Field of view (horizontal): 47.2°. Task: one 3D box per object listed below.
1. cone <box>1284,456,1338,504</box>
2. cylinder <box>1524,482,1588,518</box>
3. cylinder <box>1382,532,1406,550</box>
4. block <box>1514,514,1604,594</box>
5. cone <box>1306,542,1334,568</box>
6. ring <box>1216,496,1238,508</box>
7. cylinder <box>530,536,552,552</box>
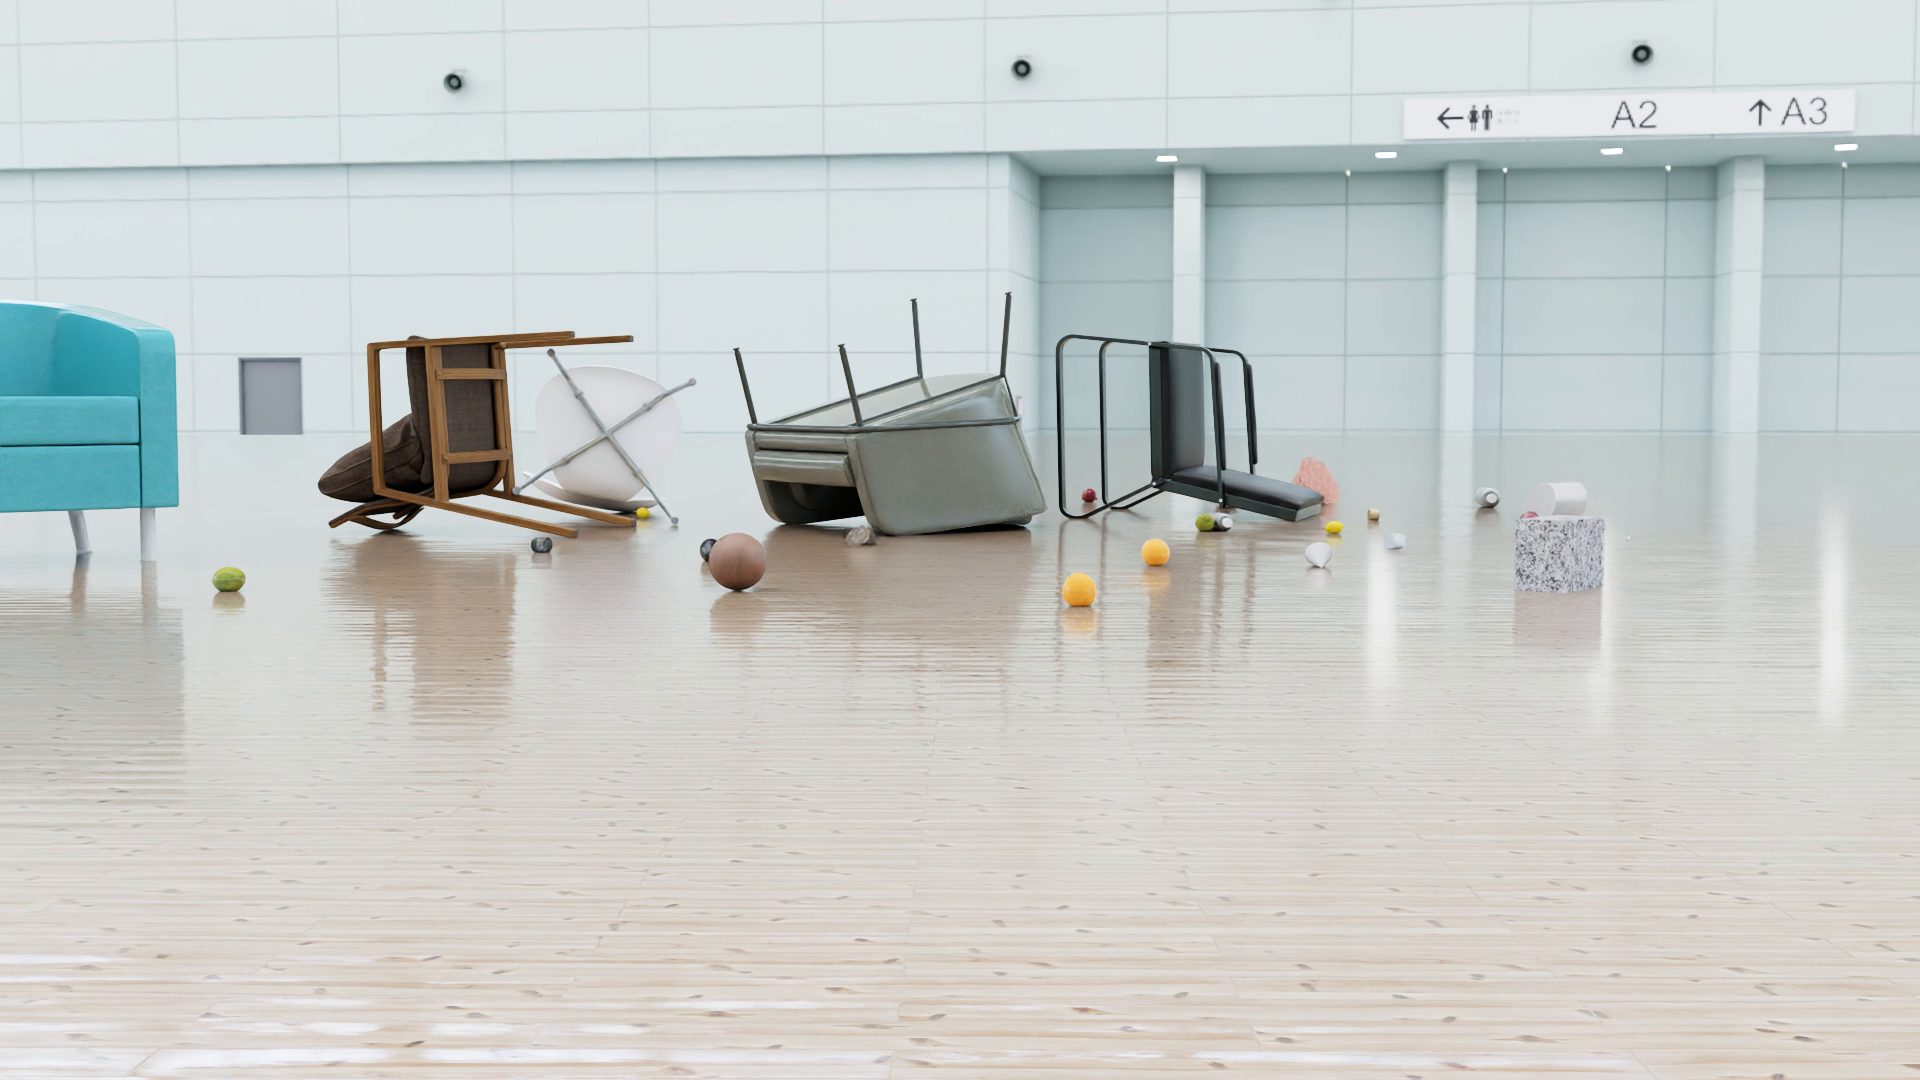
[{"bbox_3d":[1.341,-0.191,8.647,0.203,0.212,0.206,-35,9,43],"label":"cone"},{"bbox_3d":[1.956,-0.118,7.218,0.134,0.125,0.166,-2,-36,-27],"label":"cylinder"},{"bbox_3d":[1.221,0.002,6.182,0.046,0.045,0.049,-4,22,-42],"label":"cylinder"},{"bbox_3d":[1.353,0.029,4.959,0.117,0.158,0.221,3,5,38],"label":"block"},{"bbox_3d":[0.910,0.053,5.553,0.071,0.064,0.093,-11,26,12],"label":"cone"},{"bbox_3d":[1.010,-0.142,8.329,0.085,0.040,0.166,-1,3,-1],"label":"ring"},{"bbox_3d":[-1.150,0.013,6.047,0.040,0.043,0.044,2,-13,26],"label":"cylinder"}]
